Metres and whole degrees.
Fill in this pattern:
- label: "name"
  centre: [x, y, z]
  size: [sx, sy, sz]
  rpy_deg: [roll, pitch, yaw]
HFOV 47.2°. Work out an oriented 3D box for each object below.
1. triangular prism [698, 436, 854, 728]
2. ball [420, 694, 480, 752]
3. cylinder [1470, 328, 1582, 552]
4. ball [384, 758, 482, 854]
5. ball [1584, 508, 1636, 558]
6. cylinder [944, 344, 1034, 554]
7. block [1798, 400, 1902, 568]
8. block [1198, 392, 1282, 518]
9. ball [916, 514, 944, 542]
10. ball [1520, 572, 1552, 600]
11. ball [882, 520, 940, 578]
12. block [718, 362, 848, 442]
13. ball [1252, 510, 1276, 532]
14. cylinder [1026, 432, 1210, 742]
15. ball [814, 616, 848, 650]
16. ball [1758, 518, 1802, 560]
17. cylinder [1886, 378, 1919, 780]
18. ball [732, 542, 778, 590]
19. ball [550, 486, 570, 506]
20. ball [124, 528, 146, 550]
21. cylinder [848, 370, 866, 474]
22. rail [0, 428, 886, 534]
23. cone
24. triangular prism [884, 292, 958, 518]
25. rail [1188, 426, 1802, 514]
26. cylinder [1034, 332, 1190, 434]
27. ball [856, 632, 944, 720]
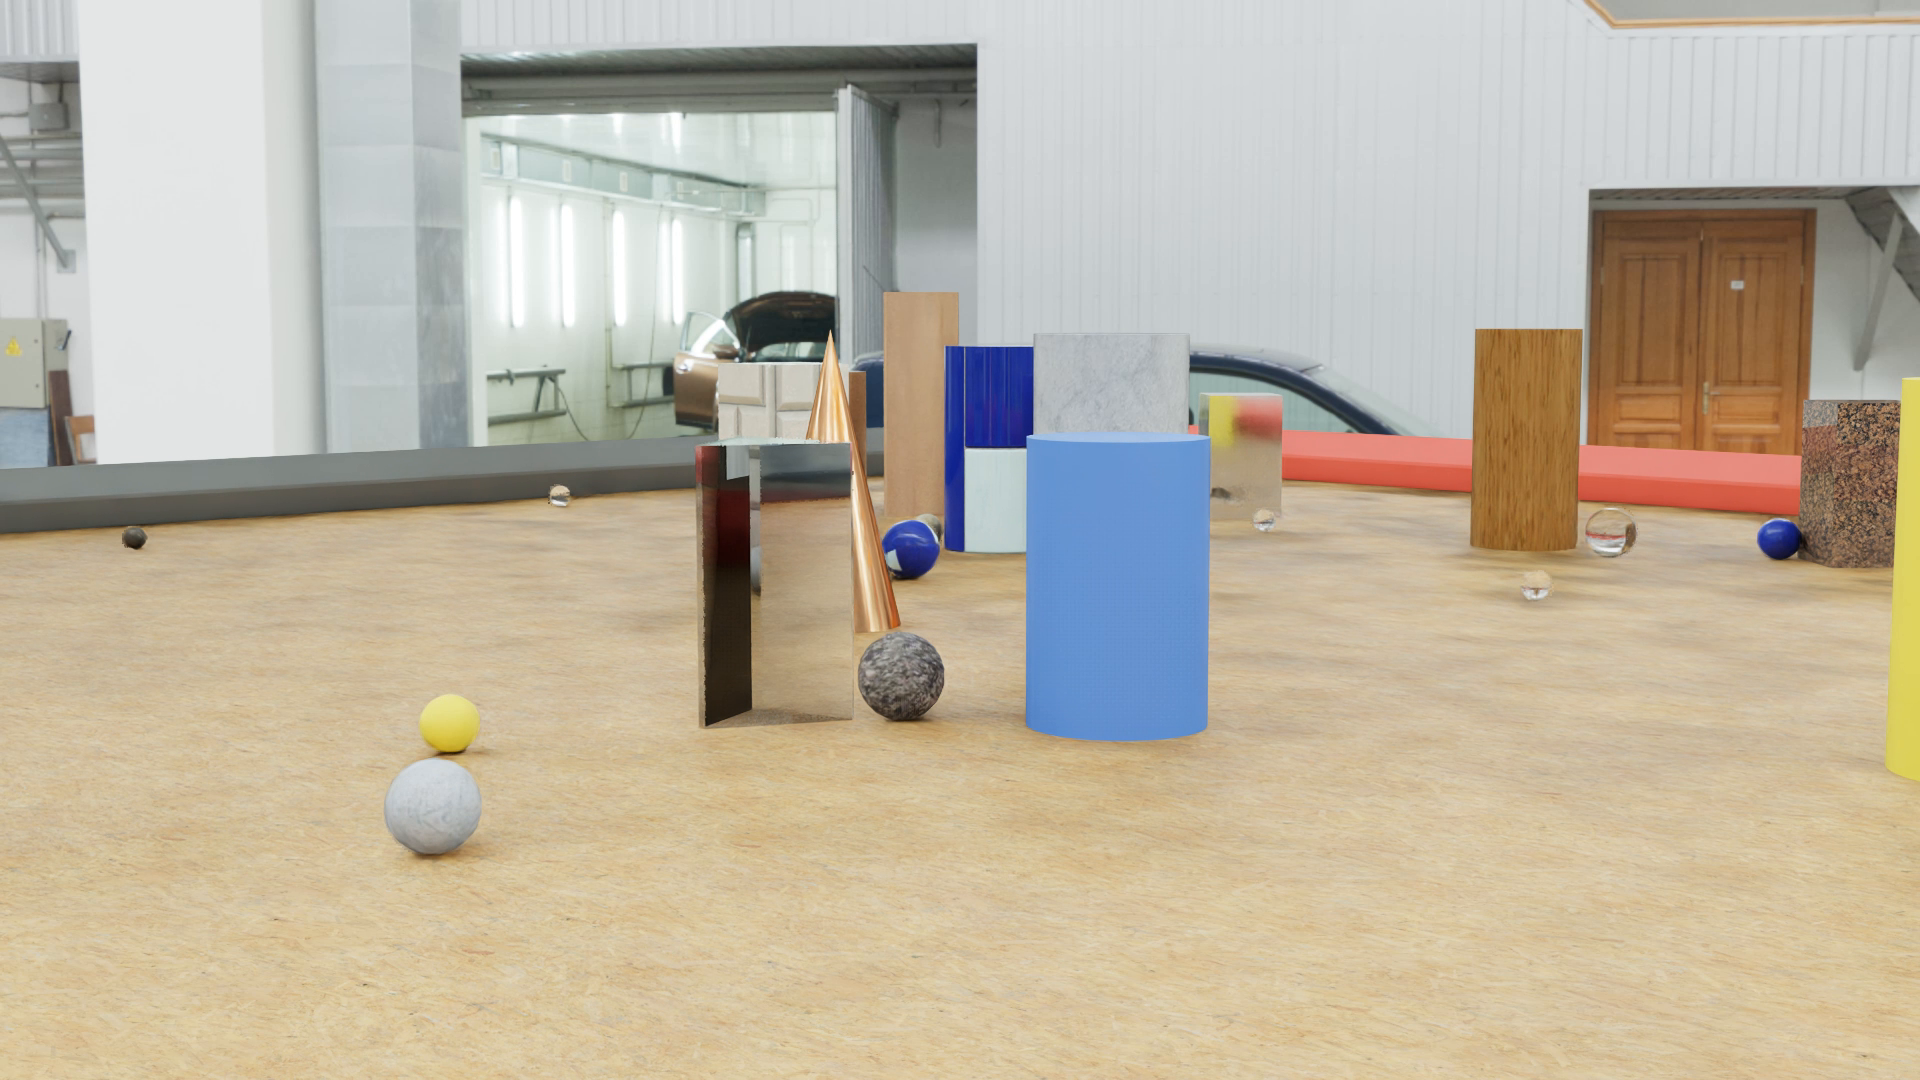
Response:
- label: "triangular prism"
  centre: [-0.220, 0.041, 2.426]
  size: [0.170, 0.302, 0.147]
  rpy_deg: [-2, 6, -19]
- label: "ball"
  centre: [-0.514, 0.185, 2.218]
  size: [0.059, 0.059, 0.059]
  rpy_deg: [0, 6, 0]
- label: "cylinder"
  centre: [1.068, -0.193, 4.149]
  size: [0.196, 0.409, 0.196]
  rpy_deg: [0, 6, 0]
- label: "ball"
  centre: [-0.432, 0.218, 1.805]
  size: [0.079, 0.079, 0.079]
  rpy_deg: [0, 6, 0]
- label: "ball"
  centre: [1.174, -0.014, 3.967]
  size: [0.090, 0.090, 0.090]
  rpy_deg: [0, 6, 0]
- label: "cylinder"
  centre: [0.068, -0.172, 4.097]
  size: [0.196, 0.379, 0.196]
  rpy_deg: [0, 6, 0]
- label: "block"
  centre: [1.587, -0.101, 3.869]
  size: [0.157, 0.285, 0.157]
  rpy_deg: [0, 6, 0]
- label: "block"
  centre: [0.606, -0.185, 4.772]
  size: [0.157, 0.263, 0.157]
  rpy_deg: [0, 6, -2]
- label: "ball"
  centre: [-0.062, -0.018, 4.145]
  size: [0.062, 0.062, 0.062]
  rpy_deg: [0, 6, 0]
- label: "ball"
  centre: [0.884, 0.071, 3.377]
  size: [0.046, 0.046, 0.046]
  rpy_deg: [0, 6, 0]
- label: "ball"
  centre: [-0.083, 0.015, 3.654]
  size: [0.098, 0.098, 0.098]
  rpy_deg: [0, 6, 0]
- label: "block"
  centre: [-0.292, -0.114, 3.650]
  size: [0.157, 0.356, 0.157]
  rpy_deg: [-4, 7, -35]
- label: "ball"
  centre: [0.611, -0.039, 4.417]
  size: [0.047, 0.047, 0.047]
  rpy_deg: [0, 6, 0]
- label: "cylinder"
  centre: [0.169, 0.044, 2.360]
  size: [0.196, 0.310, 0.196]
  rpy_deg: [0, 6, 0]
- label: "ball"
  centre: [-0.169, 0.122, 2.886]
  size: [0.046, 0.046, 0.046]
  rpy_deg: [0, 6, 0]
- label: "ball"
  centre: [1.468, -0.002, 3.939]
  size: [0.074, 0.074, 0.074]
  rpy_deg: [0, 6, 0]
- label: "cylinder"
  centre: [1.000, 0.036, 2.104]
  size: [0.196, 0.378, 0.196]
  rpy_deg: [0, 6, 0]
- label: "ball"
  centre: [-0.325, 0.042, 3.501]
  size: [0.078, 0.078, 0.078]
  rpy_deg: [0, 6, 0]
- label: "ball"
  centre: [-0.908, -0.099, 4.991]
  size: [0.048, 0.048, 0.048]
  rpy_deg: [0, 6, 0]
- label: "ball"
  centre: [-1.541, -0.003, 4.109]
  size: [0.041, 0.041, 0.041]
  rpy_deg: [0, 6, 0]
- label: "cylinder"
  centre: [-0.308, -0.225, 4.944]
  size: [0.196, 0.307, 0.196]
  rpy_deg: [0, 6, 0]
- label: "rail"
  centre: [-1.391, -0.124, 4.832]
  size: [4.655, 0.127, 0.045]
  rpy_deg: [-5, 8, -42]
- label: "cone"
  centre: [-0.182, -0.088, 3.107]
  size: [0.196, 0.418, 0.196]
  rpy_deg: [0, 6, 0]
- label: "triangular prism"
  centre: [-0.108, -0.299, 4.814]
  size: [0.170, 0.483, 0.147]
  rpy_deg: [-2, 6, -21]
- label: "rail"
  centre: [1.693, -0.129, 4.886]
  size: [0.045, 0.127, 4.151]
  rpy_deg: [-5, 8, -42]
- label: "cylinder"
  centre: [0.190, -0.053, 2.784]
  size: [0.196, 0.415, 0.196]
  rpy_deg: [0, 6, 0]
- label: "ball"
  centre: [-0.065, 0.148, 2.395]
  size: [0.096, 0.096, 0.096]
  rpy_deg: [0, 6, 0]
